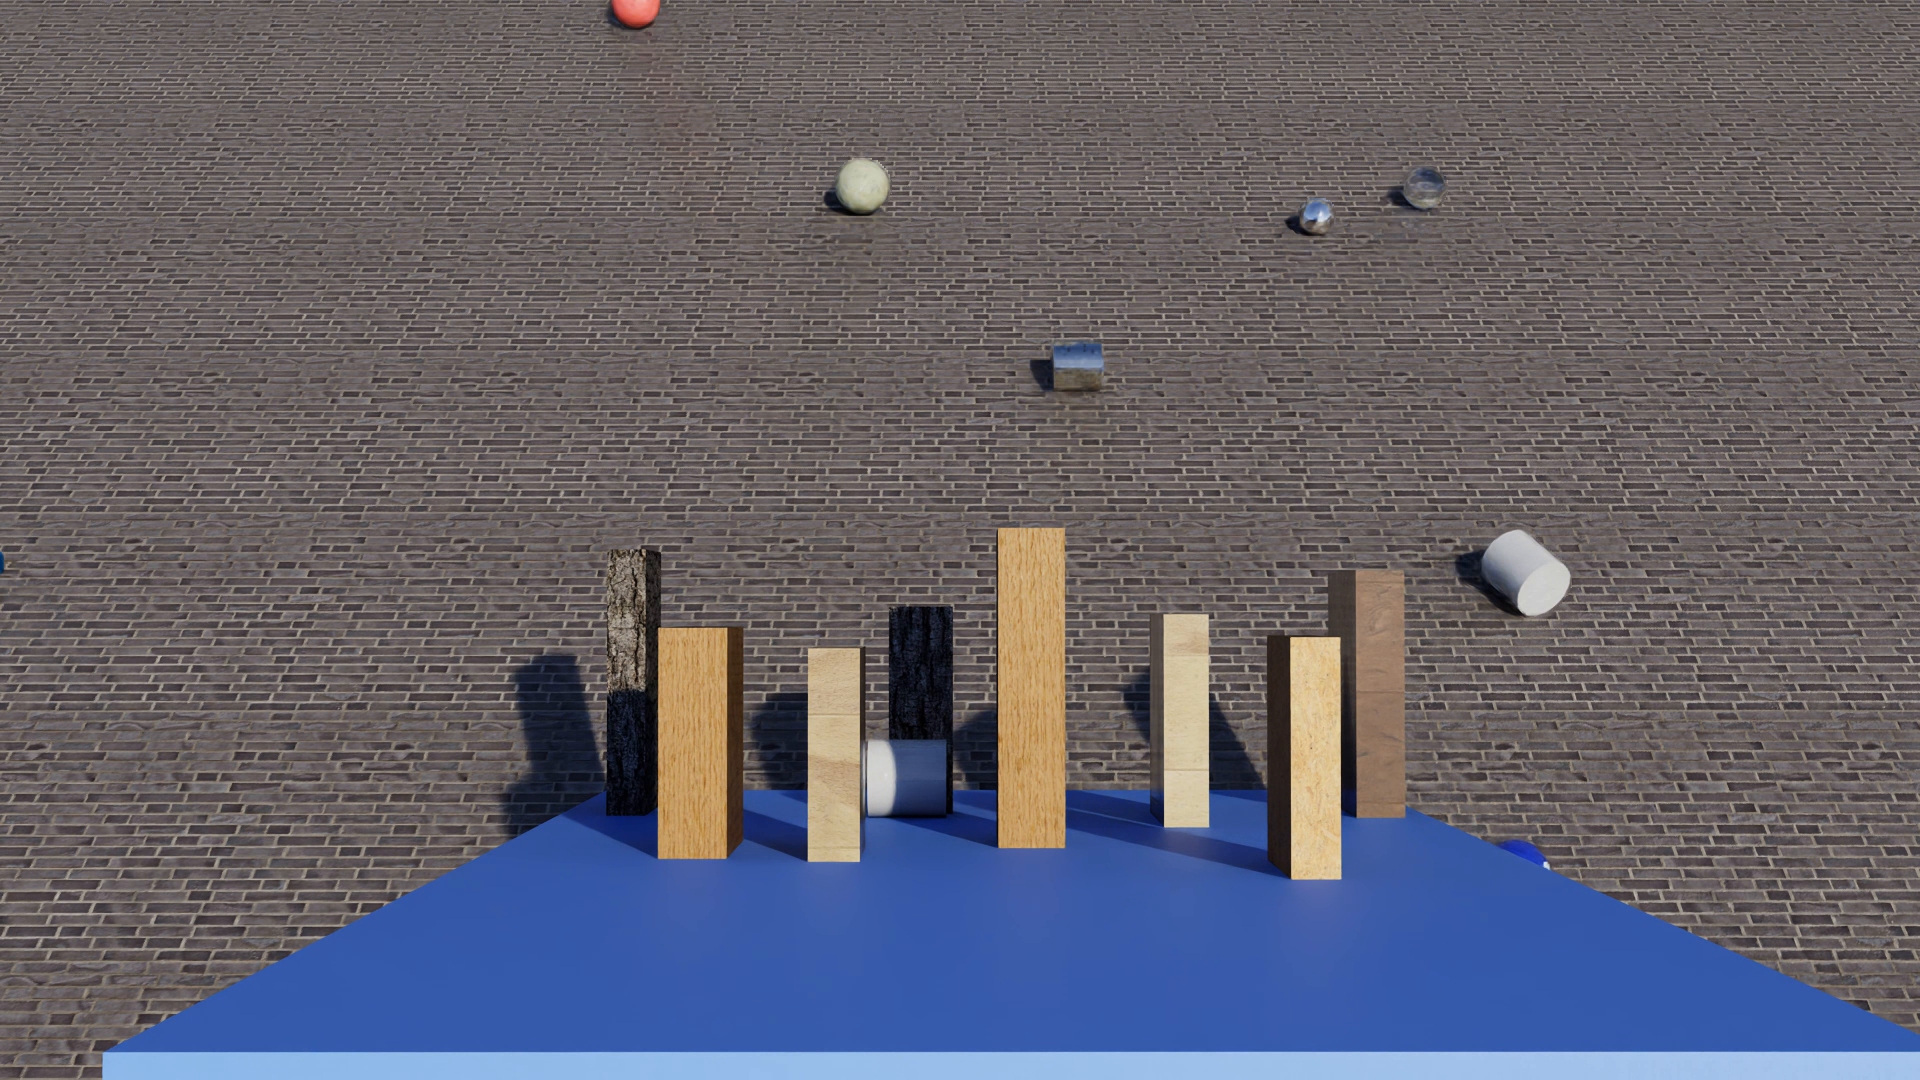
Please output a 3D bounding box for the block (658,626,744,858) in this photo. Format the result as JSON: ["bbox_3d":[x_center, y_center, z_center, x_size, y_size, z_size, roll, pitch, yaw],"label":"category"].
[{"bbox_3d":[-0.510,0.392,5.138,0.131,0.440,0.372,0,-1,0],"label":"block"}]

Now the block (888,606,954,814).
[{"bbox_3d":[-0.091,0.398,6.140,0.148,0.481,0.243,0,-1,0],"label":"block"}]

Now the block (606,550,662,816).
[{"bbox_3d":[-0.768,0.332,6.128,0.088,0.612,0.312,0,-1,0],"label":"block"}]

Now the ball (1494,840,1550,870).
[{"bbox_3d":[1.391,0.840,6.511,0.177,0.177,0.177,0,34,0],"label":"ball"}]

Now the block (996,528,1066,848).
[{"bbox_3d":[0.143,0.298,5.304,0.133,0.637,0.272,0,-1,0],"label":"block"}]

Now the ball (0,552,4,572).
[{"bbox_3d":[-2.902,0.065,7.706,0.120,0.120,0.120,0,34,0],"label":"ball"}]

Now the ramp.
[{"bbox_3d":[0.075,0.653,4.796,2.000,0.100,4.000,0,-1,0],"label":"ramp"}]

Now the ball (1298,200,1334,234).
[{"bbox_3d":[1.312,-1.187,9.548,0.130,0.130,0.130,0,34,0],"label":"ball"}]

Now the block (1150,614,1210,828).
[{"bbox_3d":[0.493,0.399,5.867,0.098,0.463,0.419,0,-1,0],"label":"block"}]

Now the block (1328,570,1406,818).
[{"bbox_3d":[0.957,0.356,6.129,0.110,0.562,0.445,0,-1,0],"label":"block"}]

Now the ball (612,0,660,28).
[{"bbox_3d":[-1.390,-2.301,11.127,0.205,0.205,0.205,0,34,0],"label":"ball"}]

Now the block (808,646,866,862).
[{"bbox_3d":[-0.238,0.409,5.044,0.098,0.401,0.300,0,-1,0],"label":"block"}]

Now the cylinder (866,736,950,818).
[{"bbox_3d":[-0.120,0.544,5.926,0.177,0.177,0.177,-5,34,0],"label":"cylinder"}]

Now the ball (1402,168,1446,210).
[{"bbox_3d":[1.737,-1.317,9.716,0.156,0.156,0.156,0,34,0],"label":"ball"}]

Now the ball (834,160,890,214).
[{"bbox_3d":[-0.366,-1.317,9.675,0.203,0.203,0.203,0,34,0],"label":"ball"}]

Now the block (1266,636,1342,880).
[{"bbox_3d":[0.627,0.389,4.752,0.088,0.426,0.353,0,-1,0],"label":"block"}]

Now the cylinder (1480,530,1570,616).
[{"bbox_3d":[1.655,0.097,7.603,0.183,0.183,0.183,-15,37,-21],"label":"cylinder"}]
